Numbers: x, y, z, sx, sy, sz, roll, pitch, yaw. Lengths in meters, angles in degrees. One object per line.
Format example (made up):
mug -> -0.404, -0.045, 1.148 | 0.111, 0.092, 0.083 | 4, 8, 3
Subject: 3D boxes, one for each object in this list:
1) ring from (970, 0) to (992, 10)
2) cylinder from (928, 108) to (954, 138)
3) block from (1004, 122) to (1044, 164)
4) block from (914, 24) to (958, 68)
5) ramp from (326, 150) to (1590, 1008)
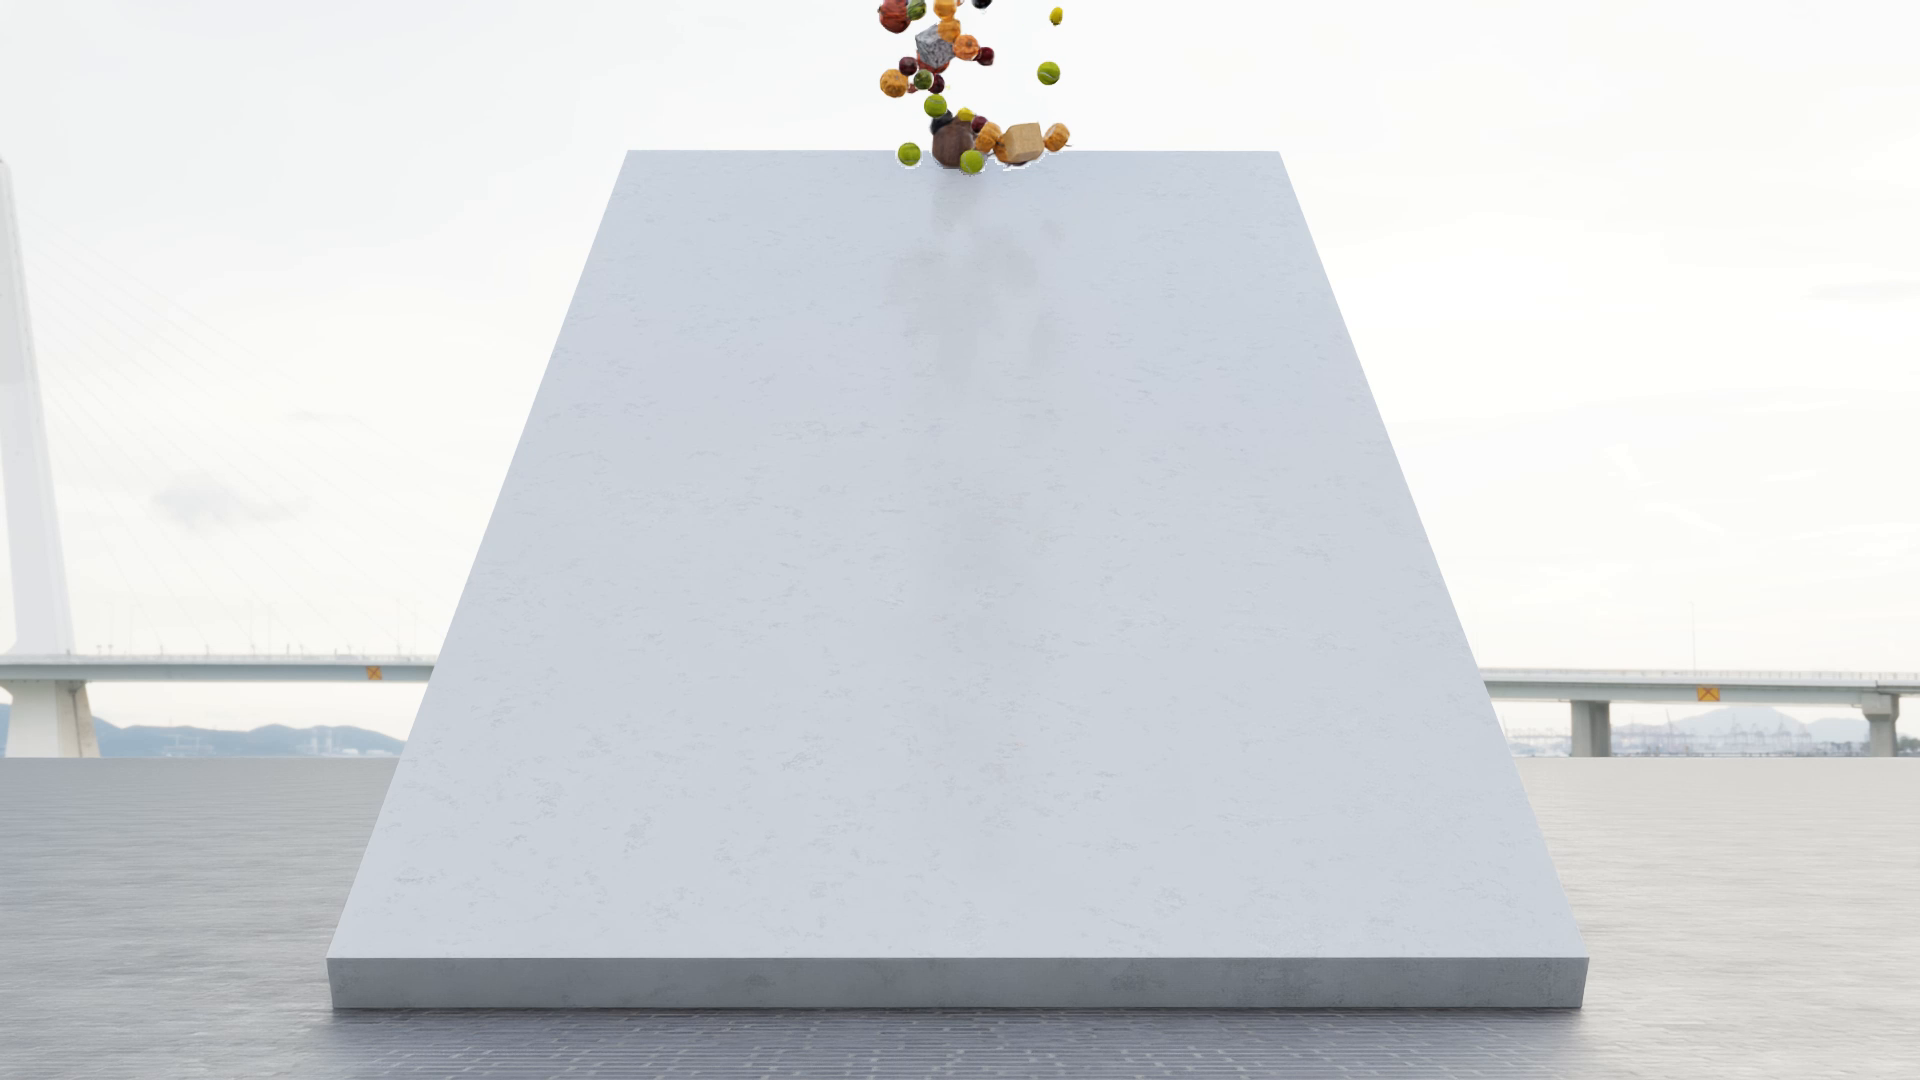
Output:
ring -> 0.076, -1.698, 7.309 | 0.048, 0.143, 0.143 | 14, -11, -26
cylinder -> -0.057, -1.262, 7.203 | 0.063, 0.063, 0.063 | 1, -36, -14
block -> 0.185, -1.152, 6.900 | 0.087, 0.087, 0.087 | -9, -8, -15
block -> -0.070, -1.449, 6.984 | 0.083, 0.083, 0.083 | -34, 42, -18
ramp -> -0.011, -0.224, 5.562 | 2.000, 0.100, 4.000 | 0, 28, 0
